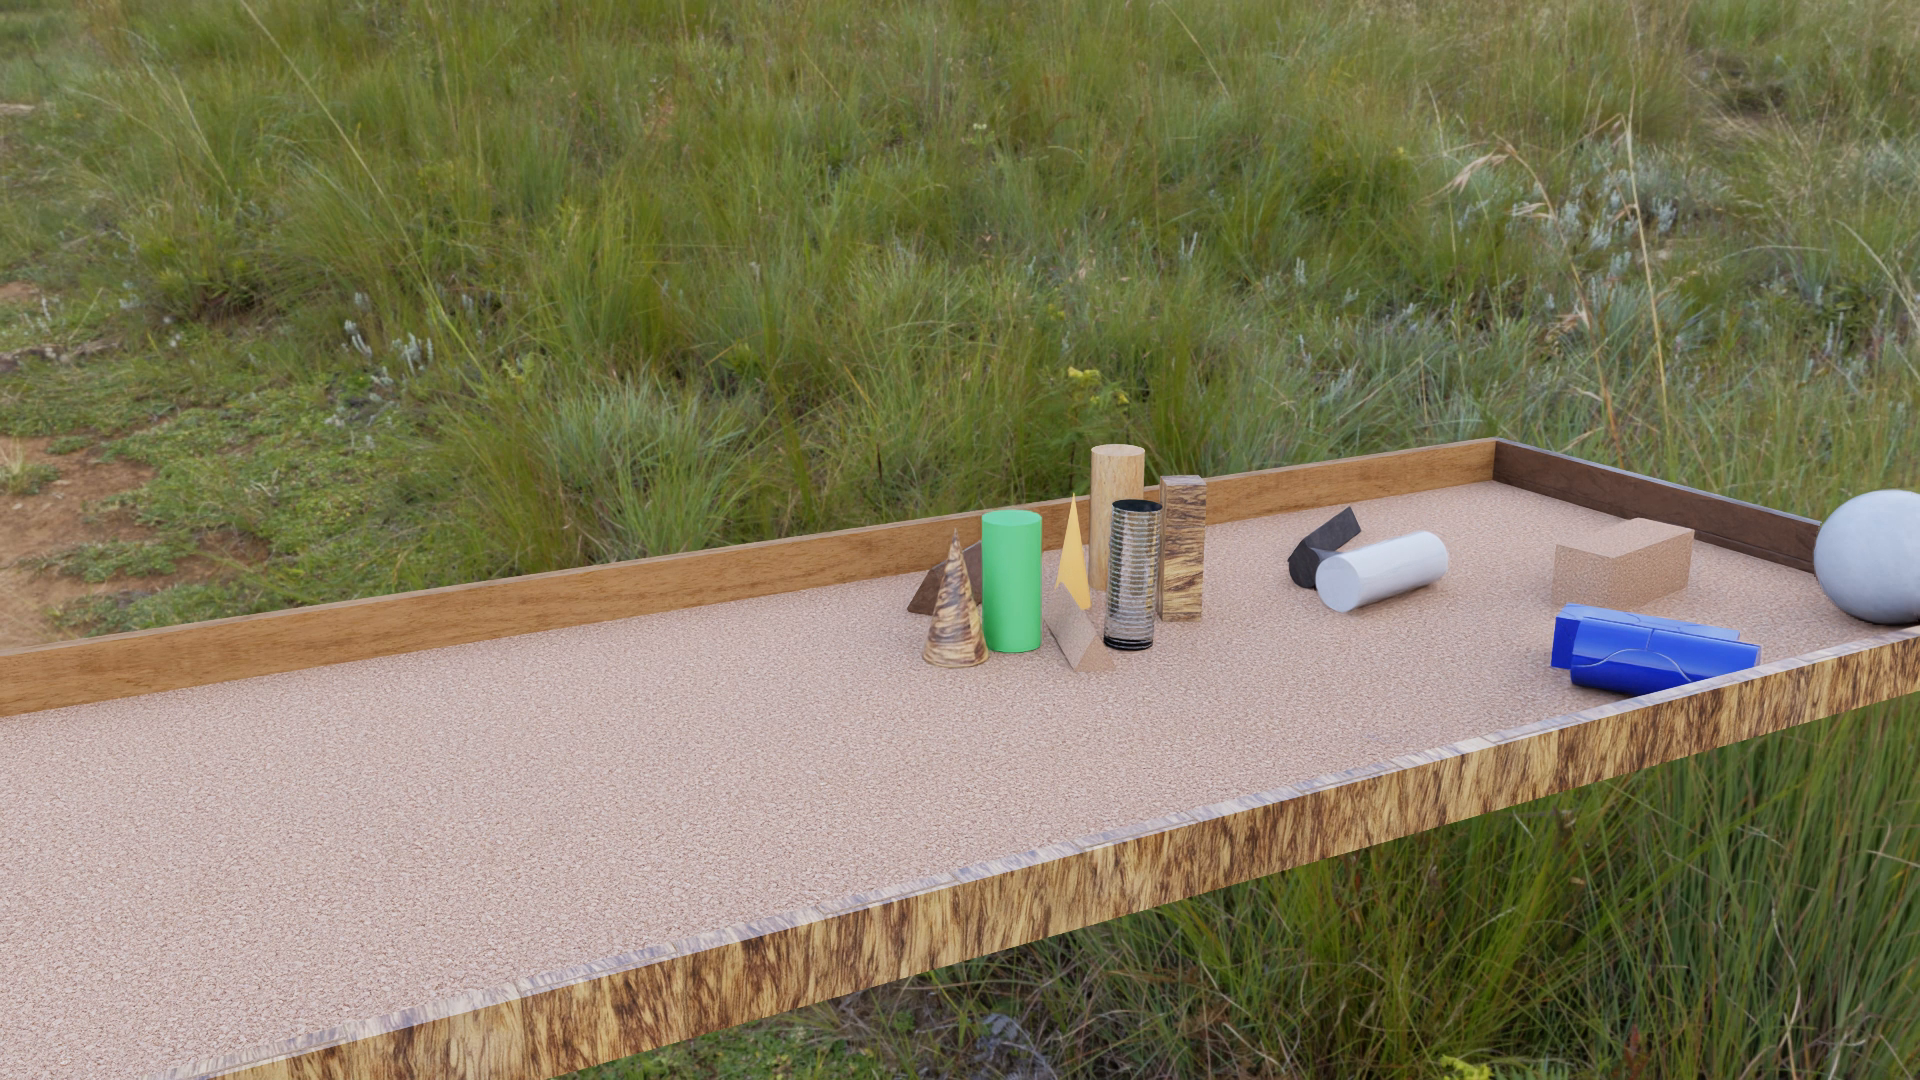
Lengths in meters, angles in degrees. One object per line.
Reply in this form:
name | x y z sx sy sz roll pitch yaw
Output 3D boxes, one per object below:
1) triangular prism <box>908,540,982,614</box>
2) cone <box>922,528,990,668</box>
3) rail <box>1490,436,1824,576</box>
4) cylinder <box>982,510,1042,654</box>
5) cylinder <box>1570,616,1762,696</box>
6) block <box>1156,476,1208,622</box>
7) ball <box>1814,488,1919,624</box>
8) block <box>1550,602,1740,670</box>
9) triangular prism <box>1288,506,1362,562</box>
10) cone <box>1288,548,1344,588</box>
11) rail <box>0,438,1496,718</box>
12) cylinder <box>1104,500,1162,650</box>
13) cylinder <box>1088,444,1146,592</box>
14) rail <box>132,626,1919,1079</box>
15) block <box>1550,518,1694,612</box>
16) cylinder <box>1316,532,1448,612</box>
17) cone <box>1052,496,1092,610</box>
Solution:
triangular prism | 0.010 0.095 4.781 0.155 0.135 0.397 8 18 26
cone | -0.011 0.135 4.266 0.177 0.355 0.177 0 16 0
rail | 2.466 -0.048 5.253 0.050 0.150 2.100 -9 18 -27
cylinder | 0.137 0.109 4.363 0.157 0.349 0.157 -1 16 0
cylinder | 1.714 0.305 4.012 0.399 0.172 0.172 10 19 31
block | 0.612 0.024 4.578 0.109 0.392 0.109 -1 16 -4
ball | 2.561 0.045 4.543 0.371 0.371 0.371 0 16 0
block | 1.733 0.275 4.179 0.415 0.134 0.134 10 19 31
triangular prism | 1.171 -0.019 5.274 0.090 0.078 0.450 10 19 29
cone | 1.186 0.071 5.007 0.437 0.121 0.121 -3 15 -40
rail | -3.305 0.497 3.399 12.000 0.150 0.050 -9 18 -27
cylinder | 0.457 0.092 4.364 0.132 0.378 0.132 2 16 -1
cylinder | 0.460 -0.065 4.851 0.156 0.408 0.156 0 16 0
rail | -2.336 1.006 1.665 12.000 0.150 0.050 -9 18 -27
block | 1.924 0.075 4.786 0.447 0.176 0.176 -13 21 -38
cylinder | 1.223 0.088 4.771 0.407 0.160 0.160 -13 21 -37
cone | 0.320 0.025 4.683 0.114 0.332 0.114 0 16 0
